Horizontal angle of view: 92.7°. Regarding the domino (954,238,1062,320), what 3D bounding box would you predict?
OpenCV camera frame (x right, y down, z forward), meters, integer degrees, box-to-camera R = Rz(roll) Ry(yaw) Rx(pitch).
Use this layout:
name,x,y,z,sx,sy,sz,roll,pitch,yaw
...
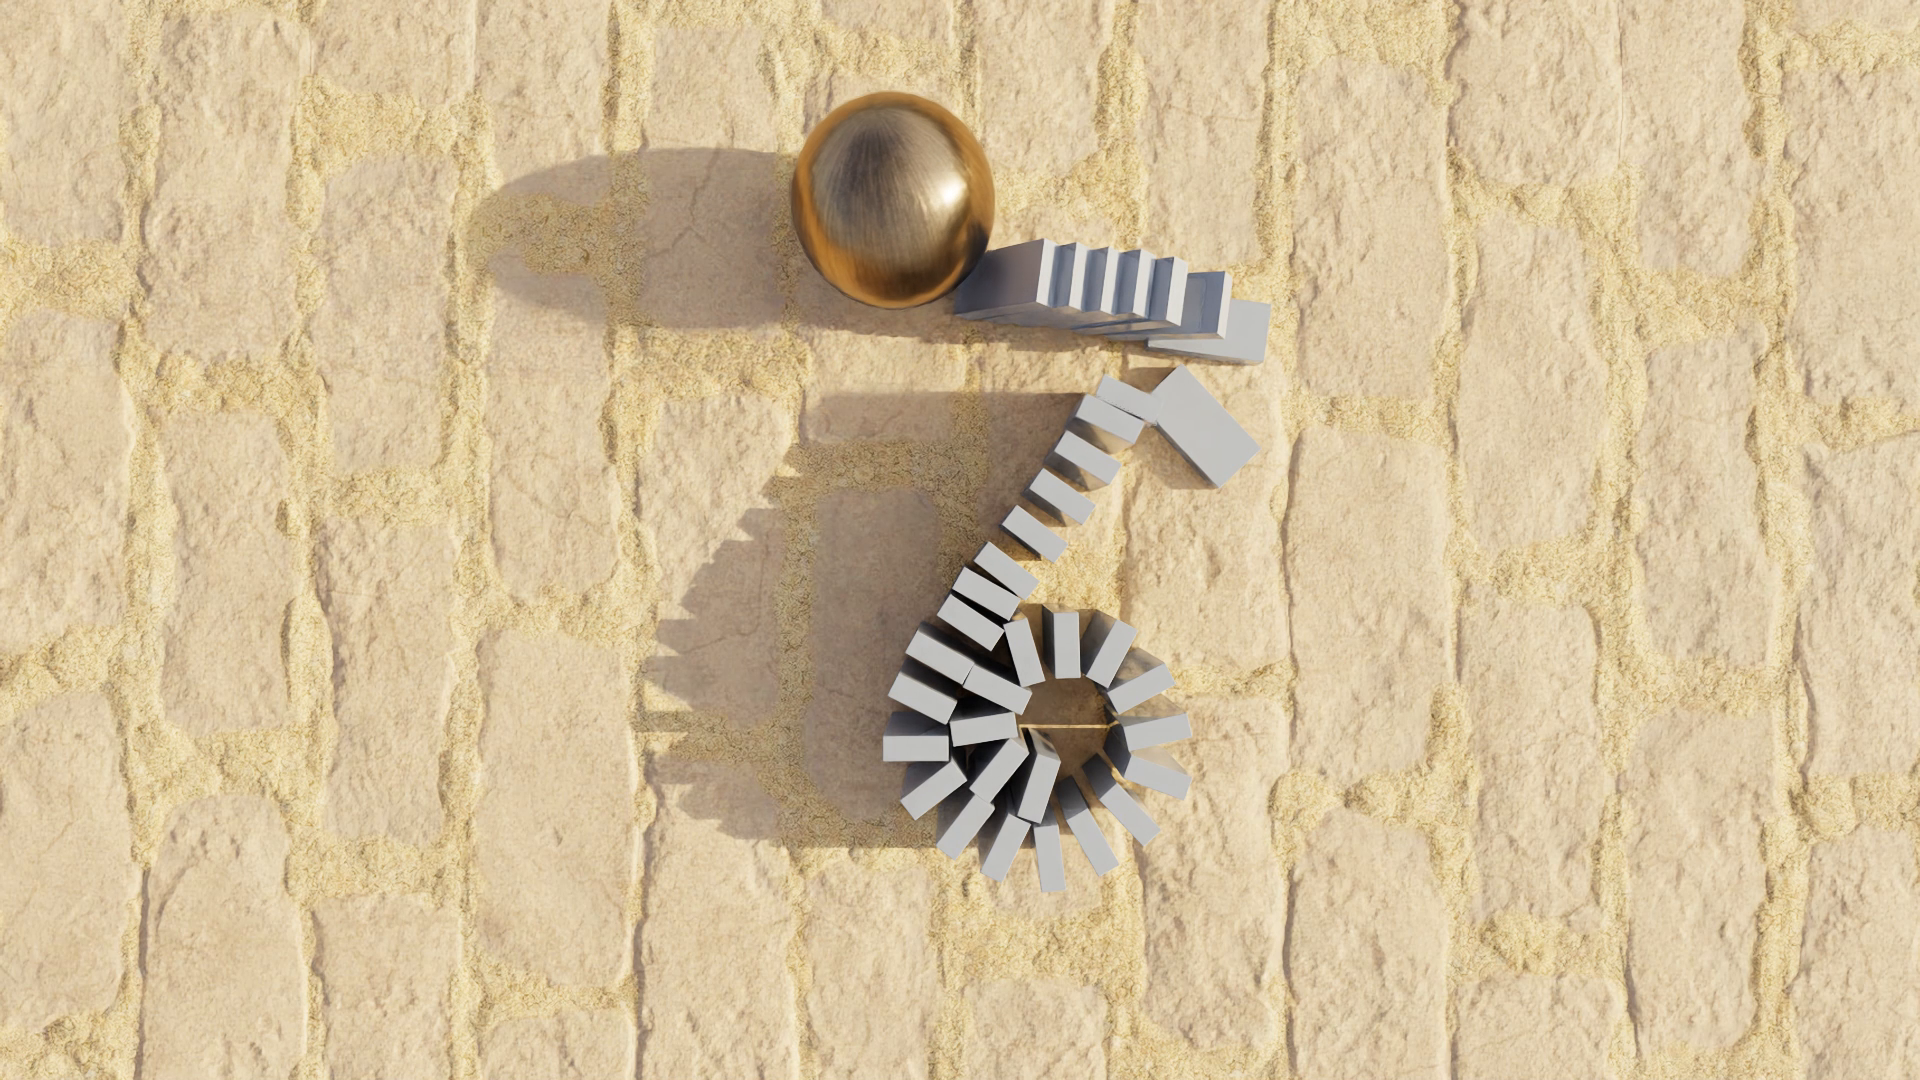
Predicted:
name,x,y,z,sx,sy,sz,roll,pitch,yaw
domino,0.019,-0.107,0.378,0.010,0.050,0.025,8,90,-41

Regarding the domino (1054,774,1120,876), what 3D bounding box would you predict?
name,x,y,z,sx,sy,sz,roll,pitch,yaw
domino,0.051,0.116,0.375,0.009,0.050,0.025,-30,90,0

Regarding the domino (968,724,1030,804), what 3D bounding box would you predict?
name,x,y,z,sx,sy,sz,roll,pitch,yaw
domino,0.015,0.088,0.375,0.010,0.050,0.025,39,90,0

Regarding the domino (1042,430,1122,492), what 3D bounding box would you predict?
name,x,y,z,sx,sy,sz,roll,pitch,yaw
domino,0.049,-0.031,0.375,0.025,0.050,0.009,31,90,0

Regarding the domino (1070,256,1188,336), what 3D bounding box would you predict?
name,x,y,z,sx,sy,sz,roll,pitch,yaw
domino,0.069,-0.100,0.378,0.009,0.050,0.025,8,90,-42

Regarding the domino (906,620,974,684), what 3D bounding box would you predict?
name,x,y,z,sx,sy,sz,roll,pitch,yaw
domino,-0.008,0.045,0.375,0.025,0.050,0.009,29,90,0

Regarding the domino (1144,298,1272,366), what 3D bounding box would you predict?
name,x,y,z,sx,sy,sz,roll,pitch,yaw
domino,0.107,-0.092,0.395,0.050,0.009,0.025,8,90,0

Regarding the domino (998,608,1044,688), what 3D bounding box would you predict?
name,x,y,z,sx,sy,sz,roll,pitch,yaw
domino,0.024,0.043,0.375,0.009,0.050,0.025,-16,90,0

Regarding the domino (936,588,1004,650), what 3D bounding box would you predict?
name,x,y,z,sx,sy,sz,roll,pitch,yaw
domino,0.004,0.032,0.375,0.025,0.050,0.009,34,90,0

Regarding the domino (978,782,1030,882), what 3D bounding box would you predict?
name,x,y,z,sx,sy,sz,roll,pitch,yaw
domino,0.017,0.118,0.375,0.009,0.050,0.025,26,90,0

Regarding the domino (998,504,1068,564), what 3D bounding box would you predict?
name,x,y,z,sx,sy,sz,roll,pitch,yaw
domino,0.029,-0.002,0.375,0.025,0.050,0.010,37,90,0

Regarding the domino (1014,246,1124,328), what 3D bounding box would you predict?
name,x,y,z,sx,sy,sz,roll,pitch,yaw
domino,0.044,-0.103,0.378,0.009,0.050,0.025,8,90,-41

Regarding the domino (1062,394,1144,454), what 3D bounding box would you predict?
name,x,y,z,sx,sy,sz,roll,pitch,yaw
domino,0.058,-0.047,0.375,0.025,0.050,0.009,26,91,0

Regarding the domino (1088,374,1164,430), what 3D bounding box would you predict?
name,x,y,z,sx,sy,sz,roll,pitch,yaw
domino,0.065,-0.054,0.375,0.025,0.050,0.009,24,91,0

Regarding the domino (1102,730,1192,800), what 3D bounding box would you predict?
name,x,y,z,sx,sy,sz,roll,pitch,yaw
domino,0.076,0.091,0.375,0.025,0.050,0.010,20,90,0

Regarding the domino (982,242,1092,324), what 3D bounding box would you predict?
name,x,y,z,sx,sy,sz,roll,pitch,yaw
domino,0.031,-0.105,0.378,0.010,0.050,0.025,8,89,-41

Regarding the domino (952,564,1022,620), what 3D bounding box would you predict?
name,x,y,z,sx,sy,sz,roll,pitch,yaw
domino,0.010,0.021,0.375,0.025,0.050,0.010,29,90,0

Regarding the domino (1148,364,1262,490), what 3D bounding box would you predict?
name,x,y,z,sx,sy,sz,roll,pitch,yaw
domino,0.103,-0.049,0.395,0.025,0.010,0.050,-43,90,0

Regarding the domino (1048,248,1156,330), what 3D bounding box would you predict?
name,x,y,z,sx,sy,sz,roll,pitch,yaw
domino,0.056,-0.103,0.378,0.009,0.050,0.025,8,90,-41

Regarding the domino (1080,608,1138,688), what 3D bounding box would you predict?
name,x,y,z,sx,sy,sz,roll,pitch,yaw
domino,0.058,0.043,0.375,0.010,0.050,0.025,28,90,0

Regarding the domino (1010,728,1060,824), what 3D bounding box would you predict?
name,x,y,z,sx,sy,sz,roll,pitch,yaw
domino,0.030,0.095,0.375,0.010,0.050,0.025,18,90,0

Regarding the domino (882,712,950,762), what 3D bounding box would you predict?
name,x,y,z,sx,sy,sz,roll,pitch,yaw
domino,-0.017,0.080,0.375,0.025,0.050,0.010,0,90,0

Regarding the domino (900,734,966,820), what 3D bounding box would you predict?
name,x,y,z,sx,sy,sz,roll,pitch,yaw
domino,-0.010,0.096,0.375,0.025,0.050,0.010,-37,90,0

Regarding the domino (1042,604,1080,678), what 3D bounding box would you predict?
name,x,y,z,sx,sy,sz,roll,pitch,yaw
domino,0.041,0.040,0.375,0.010,0.050,0.025,-2,90,0

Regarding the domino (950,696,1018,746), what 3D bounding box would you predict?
name,x,y,z,sx,sy,sz,roll,pitch,yaw
domino,0.009,0.072,0.375,0.025,0.050,0.010,-9,90,0

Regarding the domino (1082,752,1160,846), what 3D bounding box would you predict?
name,x,y,z,sx,sy,sz,roll,pitch,yaw
domino,0.065,0.105,0.375,0.009,0.050,0.025,-43,90,0

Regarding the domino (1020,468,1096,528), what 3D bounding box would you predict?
name,x,y,z,sx,sy,sz,roll,pitch,yaw
domino,0.039,-0.017,0.375,0.025,0.050,0.010,35,90,0

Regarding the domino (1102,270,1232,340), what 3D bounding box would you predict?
name,x,y,z,sx,sy,sz,roll,pitch,yaw
domino,0.086,-0.097,0.382,0.050,0.010,0.025,7,90,34

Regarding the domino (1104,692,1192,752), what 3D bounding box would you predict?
name,x,y,z,sx,sy,sz,roll,pitch,yaw
domino,0.076,0.073,0.375,0.025,0.050,0.009,-13,90,0

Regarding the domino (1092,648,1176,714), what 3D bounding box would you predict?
name,x,y,z,sx,sy,sz,roll,pitch,yaw
domino,0.069,0.057,0.375,0.025,0.050,0.009,-28,90,0

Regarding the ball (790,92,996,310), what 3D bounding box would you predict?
name,x,y,z,sx,sy,sz,roll,pitch,yaw
ball,-0.026,-0.132,0.360,0.080,0.080,0.080,0,90,0

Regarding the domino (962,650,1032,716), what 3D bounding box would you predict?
name,x,y,z,sx,sy,sz,roll,pitch,yaw
domino,0.014,0.057,0.375,0.025,0.050,0.010,26,90,0

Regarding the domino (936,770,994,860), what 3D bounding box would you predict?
name,x,y,z,sx,sy,sz,roll,pitch,yaw
domino,0.002,0.110,0.375,0.010,0.050,0.025,38,90,0

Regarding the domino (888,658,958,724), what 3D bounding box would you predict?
name,x,y,z,sx,sy,sz,roll,pitch,yaw
domino,-0.014,0.061,0.375,0.025,0.050,0.010,27,90,0

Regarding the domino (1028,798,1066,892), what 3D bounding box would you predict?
name,x,y,z,sx,sy,sz,roll,pitch,yaw
domino,0.034,0.122,0.375,0.010,0.050,0.025,-7,90,0

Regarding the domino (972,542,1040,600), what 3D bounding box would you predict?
name,x,y,z,sx,sy,sz,roll,pitch,yaw
domino,0.018,0.012,0.375,0.025,0.050,0.010,38,90,0
